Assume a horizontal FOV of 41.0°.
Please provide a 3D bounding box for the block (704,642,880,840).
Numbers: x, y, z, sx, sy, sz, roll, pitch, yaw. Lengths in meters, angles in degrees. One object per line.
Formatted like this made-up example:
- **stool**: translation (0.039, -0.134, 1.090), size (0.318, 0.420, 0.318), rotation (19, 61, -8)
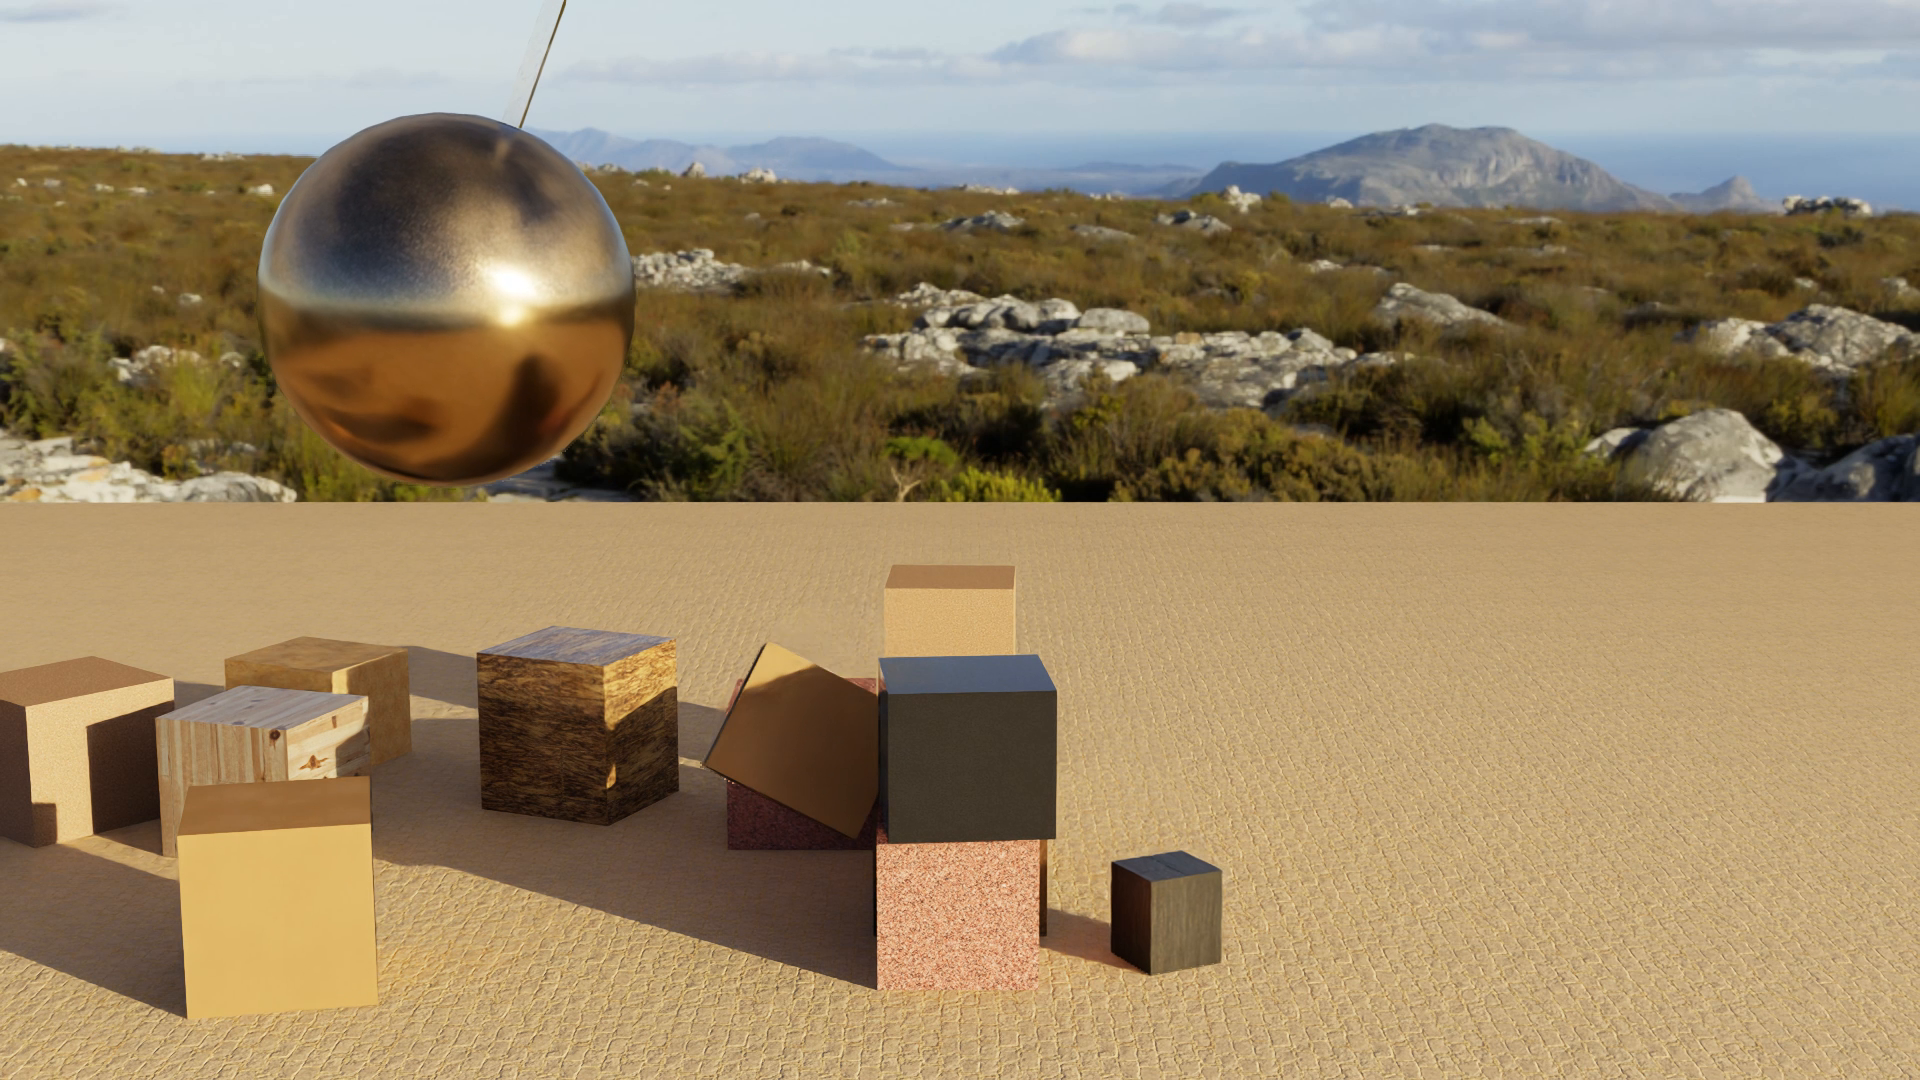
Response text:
- **block**: translation (-0.634, 0.833, 10.647), size (0.674, 0.558, 0.627), rotation (27, -7, -4)

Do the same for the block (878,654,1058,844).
- **block**: translation (0.021, 0.799, 9.928), size (0.635, 0.578, 0.610), rotation (-1, 10, -5)

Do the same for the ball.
- **ball**: translation (-2.193, -1.025, 10.994), size (1.600, 1.600, 1.600), rotation (0, 10, 0)

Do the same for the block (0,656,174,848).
- **block**: translation (-4.267, 0.994, 12.229), size (0.717, 0.668, 0.756), rotation (9, 14, 40)

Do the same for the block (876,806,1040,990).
- **block**: translation (-0.008, 1.372, 10.203), size (0.626, 0.649, 0.622), rotation (0, 10, 0)

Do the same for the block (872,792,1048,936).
- **block**: translation (0.001, 1.293, 10.883), size (0.715, 0.562, 0.721), rotation (0, 10, 0)

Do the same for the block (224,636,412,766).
- **block**: translation (-3.319, 0.860, 13.289), size (0.690, 0.554, 0.608), rotation (5, 11, 25)

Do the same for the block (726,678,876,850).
- **block**: translation (-0.731, 1.042, 12.023), size (0.664, 0.648, 0.668), rotation (0, 10, 0)

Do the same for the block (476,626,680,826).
- **block**: translation (-1.853, 0.891, 12.497), size (0.711, 0.776, 0.665), rotation (5, 11, 24)

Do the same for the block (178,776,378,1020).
- **block**: translation (-2.642, 1.376, 9.992), size (0.700, 0.717, 0.689), rotation (-2, 11, -13)

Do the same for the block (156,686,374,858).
- **block**: translation (-3.188, 1.083, 11.799), size (0.685, 0.648, 0.669), rotation (3, 11, 19)

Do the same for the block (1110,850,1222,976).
- **block**: translation (0.827, 1.491, 10.288), size (0.331, 0.382, 0.308), rotation (-5, 11, -27)

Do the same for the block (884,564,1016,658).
- **block**: translation (-0.042, 0.481, 12.672), size (0.620, 0.609, 0.603), rotation (0, 10, 2)

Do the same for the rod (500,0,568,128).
- **rod**: translation (-0.950, -4.138, 10.428), size (0.080, 5.200, 0.080), rotation (21, 10, -4)
